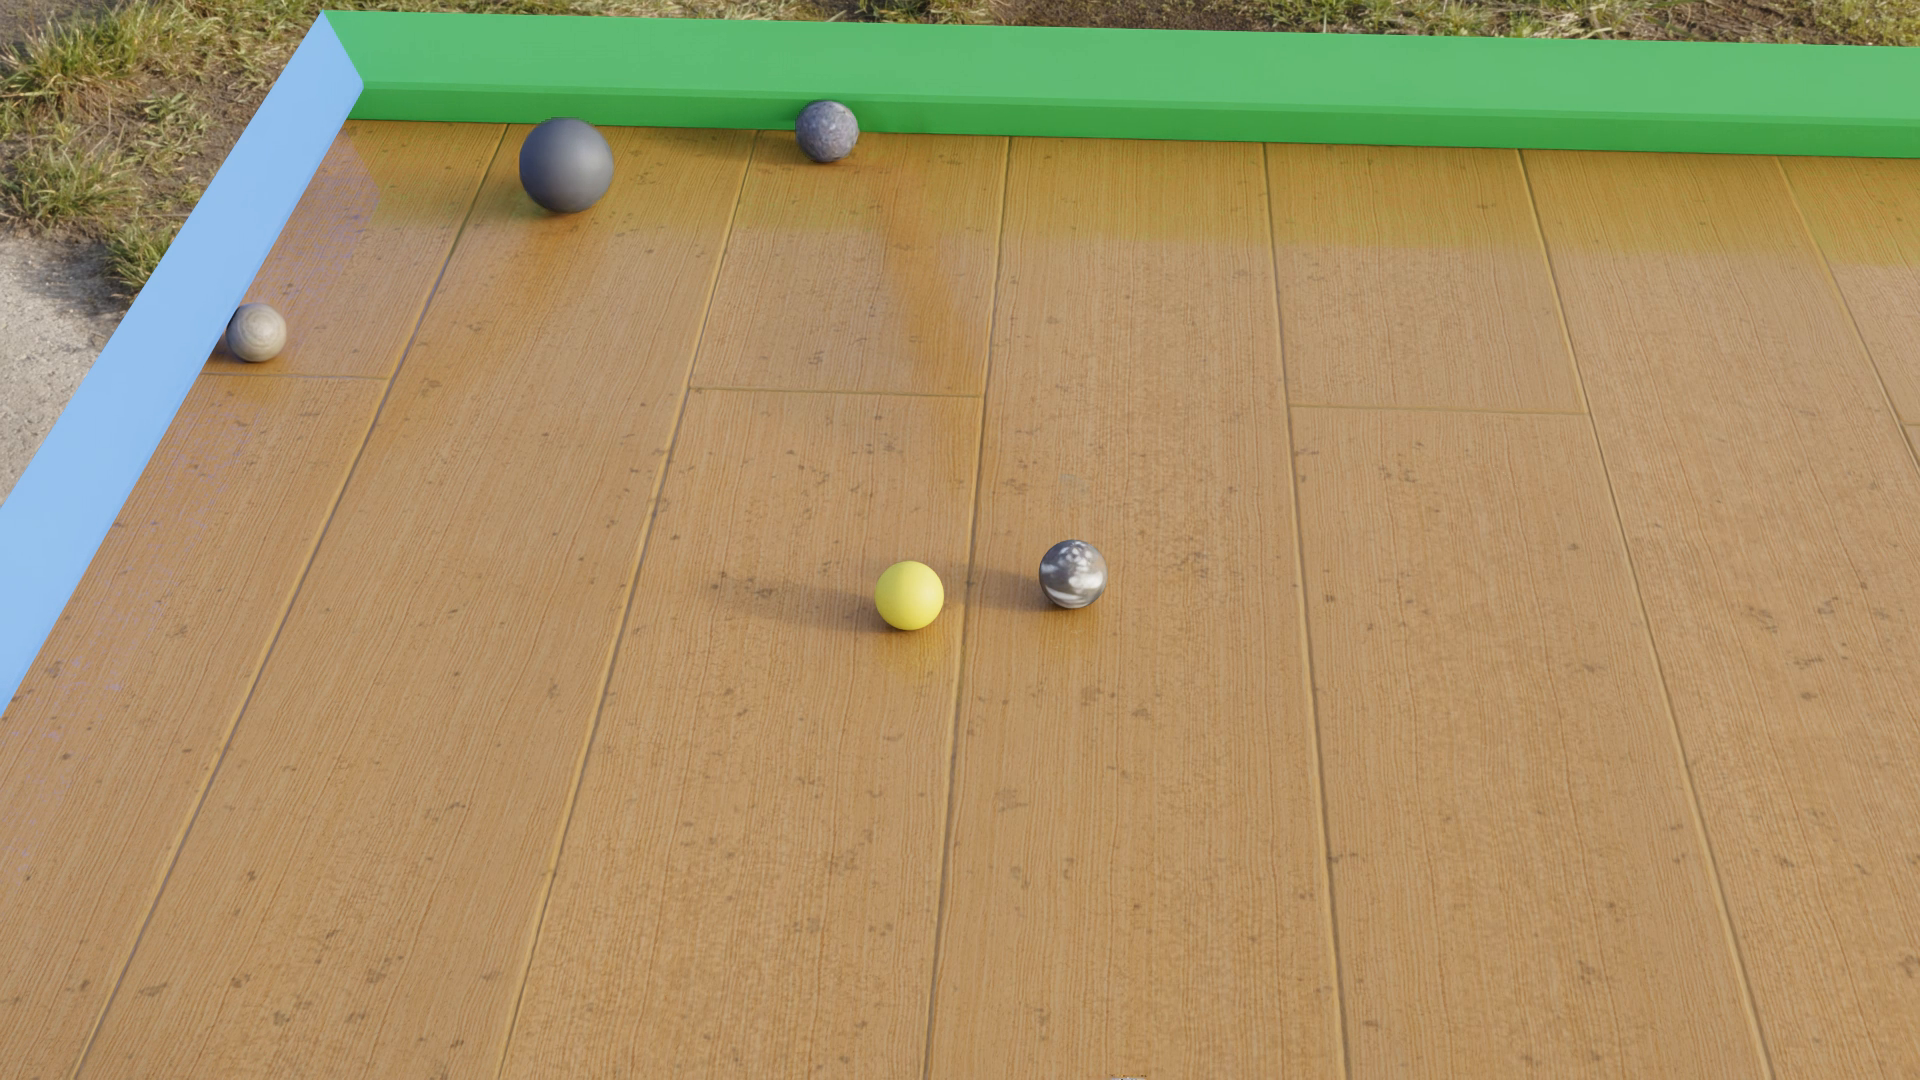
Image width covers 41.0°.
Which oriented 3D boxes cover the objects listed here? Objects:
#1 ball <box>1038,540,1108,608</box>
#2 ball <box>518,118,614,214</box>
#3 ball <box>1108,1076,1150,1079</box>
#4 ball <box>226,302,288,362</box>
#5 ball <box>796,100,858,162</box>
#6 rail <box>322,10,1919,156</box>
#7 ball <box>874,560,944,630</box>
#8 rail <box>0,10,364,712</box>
[{"bbox_3d":[0.083,0.025,1.887,0.051,0.051,0.051,0,35,0],"label":"ball"},{"bbox_3d":[-0.367,-0.348,2.389,0.088,0.088,0.088,0,35,0],"label":"ball"},{"bbox_3d":[0.093,0.338,1.411,0.084,0.084,0.084,0,35,0],"label":"ball"},{"bbox_3d":[-0.597,-0.176,2.176,0.051,0.051,0.051,0,35,0],"label":"ball"},{"bbox_3d":[-0.128,-0.395,2.481,0.060,0.060,0.060,0,35,0],"label":"ball"},{"bbox_3d":[0.708,-0.415,2.460,2.675,0.114,0.045,2,35,3],"label":"rail"},{"bbox_3d":[-0.037,0.040,1.866,0.051,0.051,0.051,0,35,0],"label":"ball"},{"bbox_3d":[-0.644,-0.044,1.929,0.045,0.114,1.493,2,35,3],"label":"rail"}]
